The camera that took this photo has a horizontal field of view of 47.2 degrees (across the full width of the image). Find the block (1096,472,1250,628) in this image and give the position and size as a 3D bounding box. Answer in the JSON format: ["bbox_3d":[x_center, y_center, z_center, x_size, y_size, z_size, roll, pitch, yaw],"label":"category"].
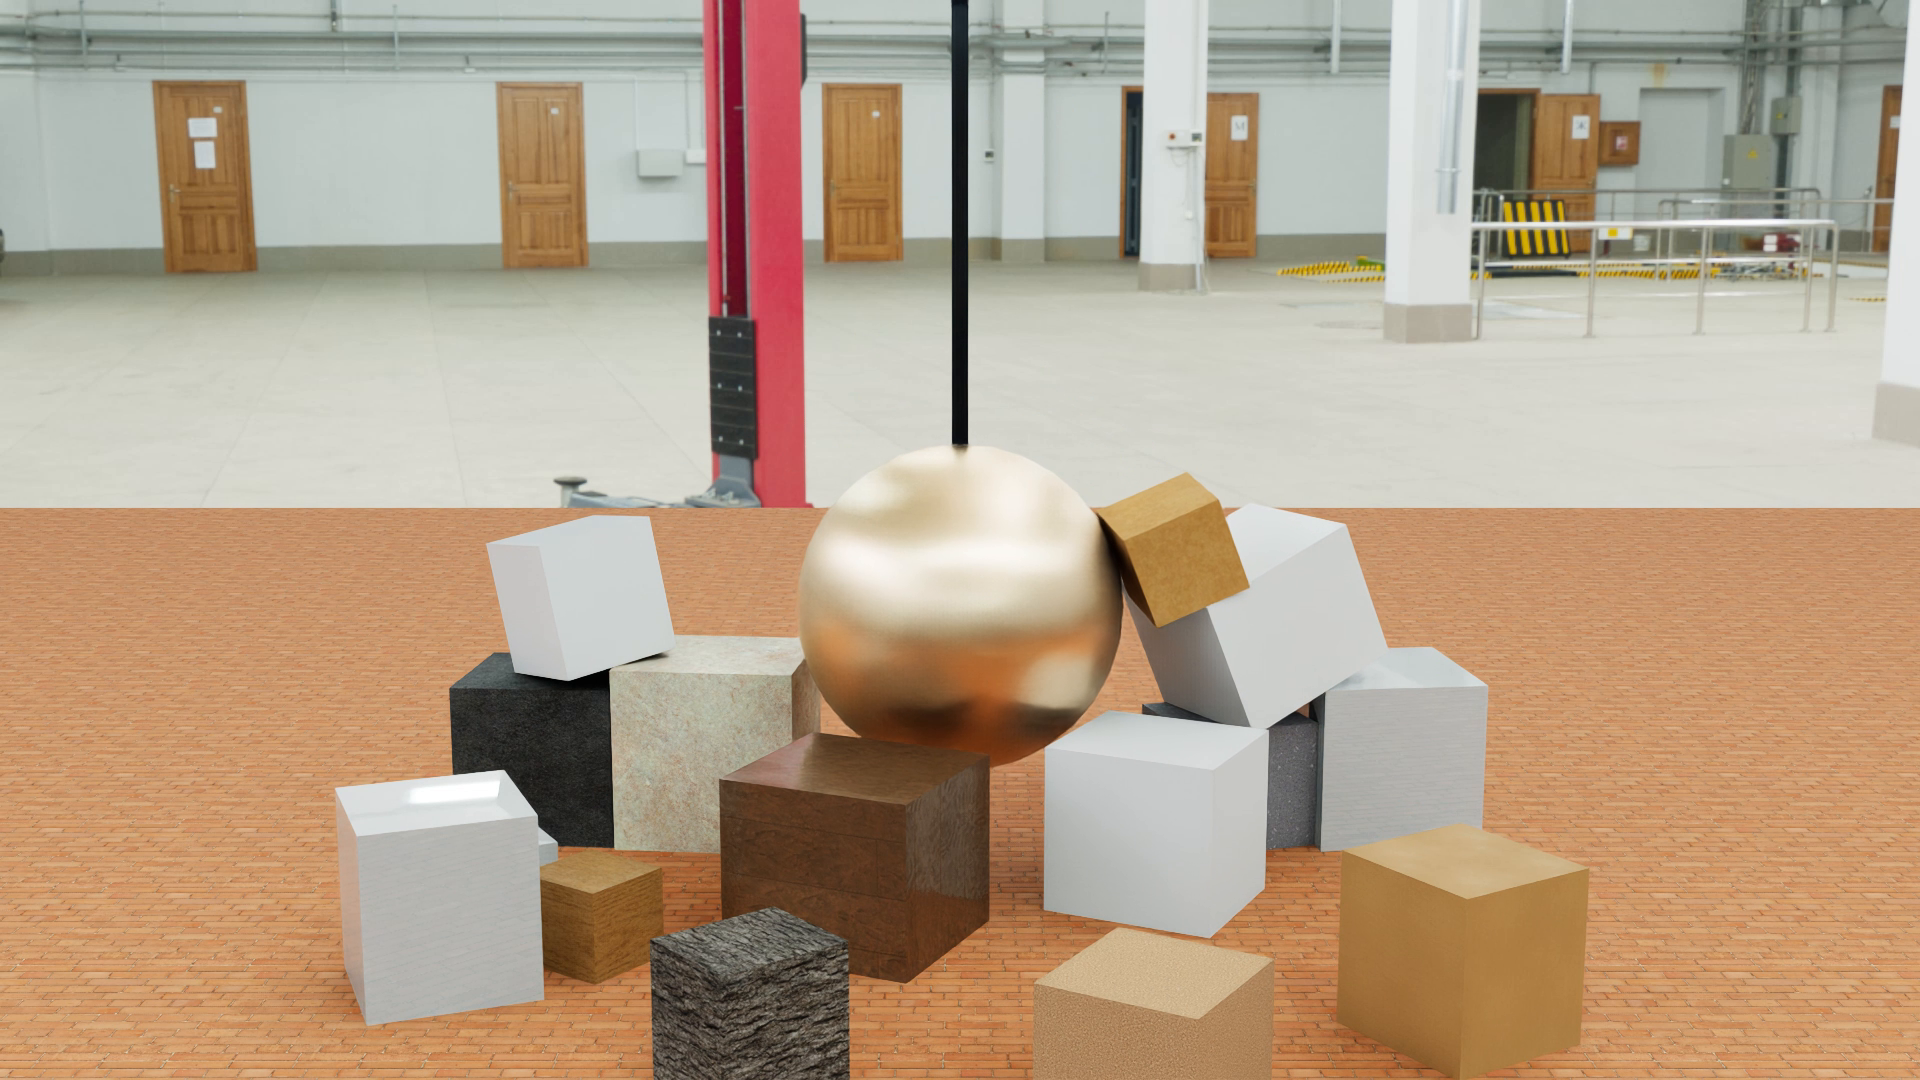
[{"bbox_3d":[1.026,0.043,10.636,0.489,0.475,0.531,-23,19,-4],"label":"block"}]

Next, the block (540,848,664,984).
[{"bbox_3d":[-1.588,1.623,9.516,0.434,0.402,0.419,7,13,35],"label":"block"}]

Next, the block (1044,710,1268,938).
[{"bbox_3d":[0.918,1.301,10.239,0.813,0.778,0.745,5,12,26],"label":"block"}]

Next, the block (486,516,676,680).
[{"bbox_3d":[-1.923,0.281,11.165,0.618,0.682,0.622,-17,11,-34],"label":"block"}]

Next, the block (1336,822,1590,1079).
[{"bbox_3d":[1.980,1.608,8.700,0.659,0.723,0.683,-7,12,-32],"label":"block"}]

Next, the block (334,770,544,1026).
[{"bbox_3d":[-2.188,1.478,9.218,0.717,0.794,0.713,-4,11,-22],"label":"block"}]

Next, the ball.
[{"bbox_3d":[0.000,0.327,10.758,1.600,1.600,1.600,0,10,0],"label":"ball"}]

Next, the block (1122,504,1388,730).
[{"bbox_3d":[1.472,0.380,11.081,0.869,0.721,0.828,-29,20,-20],"label":"block"}]

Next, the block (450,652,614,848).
[{"bbox_3d":[-2.113,1.073,11.397,0.812,0.810,0.780,1,10,5],"label":"block"}]

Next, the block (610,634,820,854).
[{"bbox_3d":[-1.235,1.035,11.294,0.911,0.922,0.820,1,10,6],"label":"block"}]

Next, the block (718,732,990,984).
[{"bbox_3d":[-0.454,1.383,9.768,0.902,0.783,0.848,5,11,25],"label":"block"}]

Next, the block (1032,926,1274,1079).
[{"bbox_3d":[0.708,1.825,7.989,0.643,0.550,0.662,6,12,30],"label":"block"}]

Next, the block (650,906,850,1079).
[{"bbox_3d":[-0.785,1.770,8.234,0.561,0.571,0.486,-8,13,-39],"label":"block"}]

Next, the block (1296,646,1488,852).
[{"bbox_3d":[2.167,1.065,11.388,0.831,0.829,0.860,-1,10,-7],"label":"block"}]

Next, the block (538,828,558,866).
[{"bbox_3d":[-2.090,1.536,9.948,0.409,0.419,0.471,-6,12,-29],"label":"block"}]

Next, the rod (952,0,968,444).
[{"bbox_3d":[0.000,-3.056,10.416,0.080,5.200,0.080,0,6,0],"label":"rod"}]

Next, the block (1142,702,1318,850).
[{"bbox_3d":[1.366,1.193,11.230,0.691,0.635,0.622,-3,11,-18],"label":"block"}]
